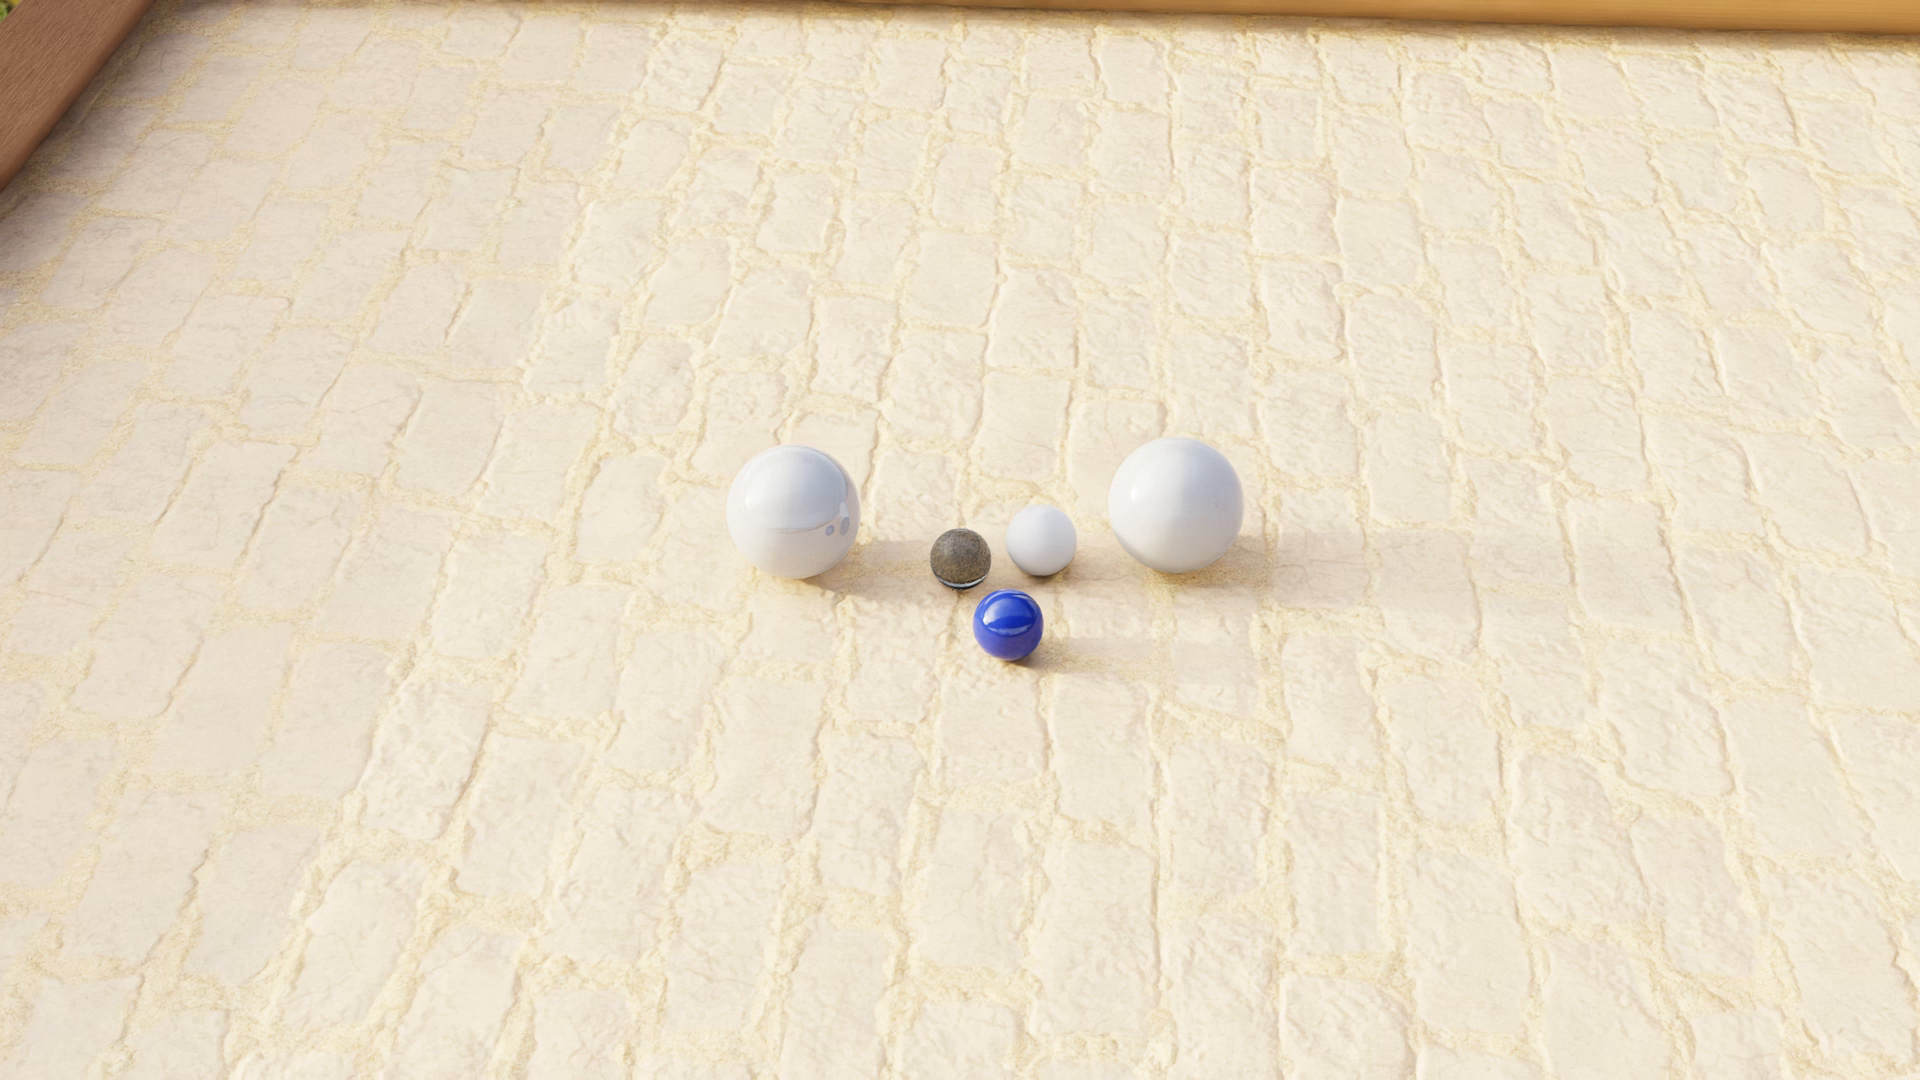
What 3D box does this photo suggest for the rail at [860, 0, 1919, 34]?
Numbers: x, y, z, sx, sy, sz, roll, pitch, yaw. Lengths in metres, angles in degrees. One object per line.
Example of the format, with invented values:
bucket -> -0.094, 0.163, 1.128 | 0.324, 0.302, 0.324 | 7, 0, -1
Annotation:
rail -> 0.949, -0.532, 2.452 | 3.521, 0.126, 0.045 | 3, 36, 4

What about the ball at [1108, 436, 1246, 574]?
ball -> 0.149, -0.024, 1.769 | 0.095, 0.095, 0.095 | 0, 36, 0

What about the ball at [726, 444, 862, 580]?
ball -> -0.114, -0.020, 1.764 | 0.093, 0.093, 0.093 | 0, 36, 0

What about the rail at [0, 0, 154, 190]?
rail -> -0.854, -0.063, 1.794 | 0.045, 0.126, 1.930 | 3, 36, 4

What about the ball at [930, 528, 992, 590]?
ball -> 0.001, 0.013, 1.762 | 0.043, 0.043, 0.043 | 0, 36, 0

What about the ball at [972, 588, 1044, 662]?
ball -> 0.032, 0.056, 1.696 | 0.048, 0.048, 0.048 | 0, 36, 0

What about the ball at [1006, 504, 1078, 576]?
ball -> 0.056, 0.000, 1.773 | 0.050, 0.050, 0.050 | 0, 36, 0
